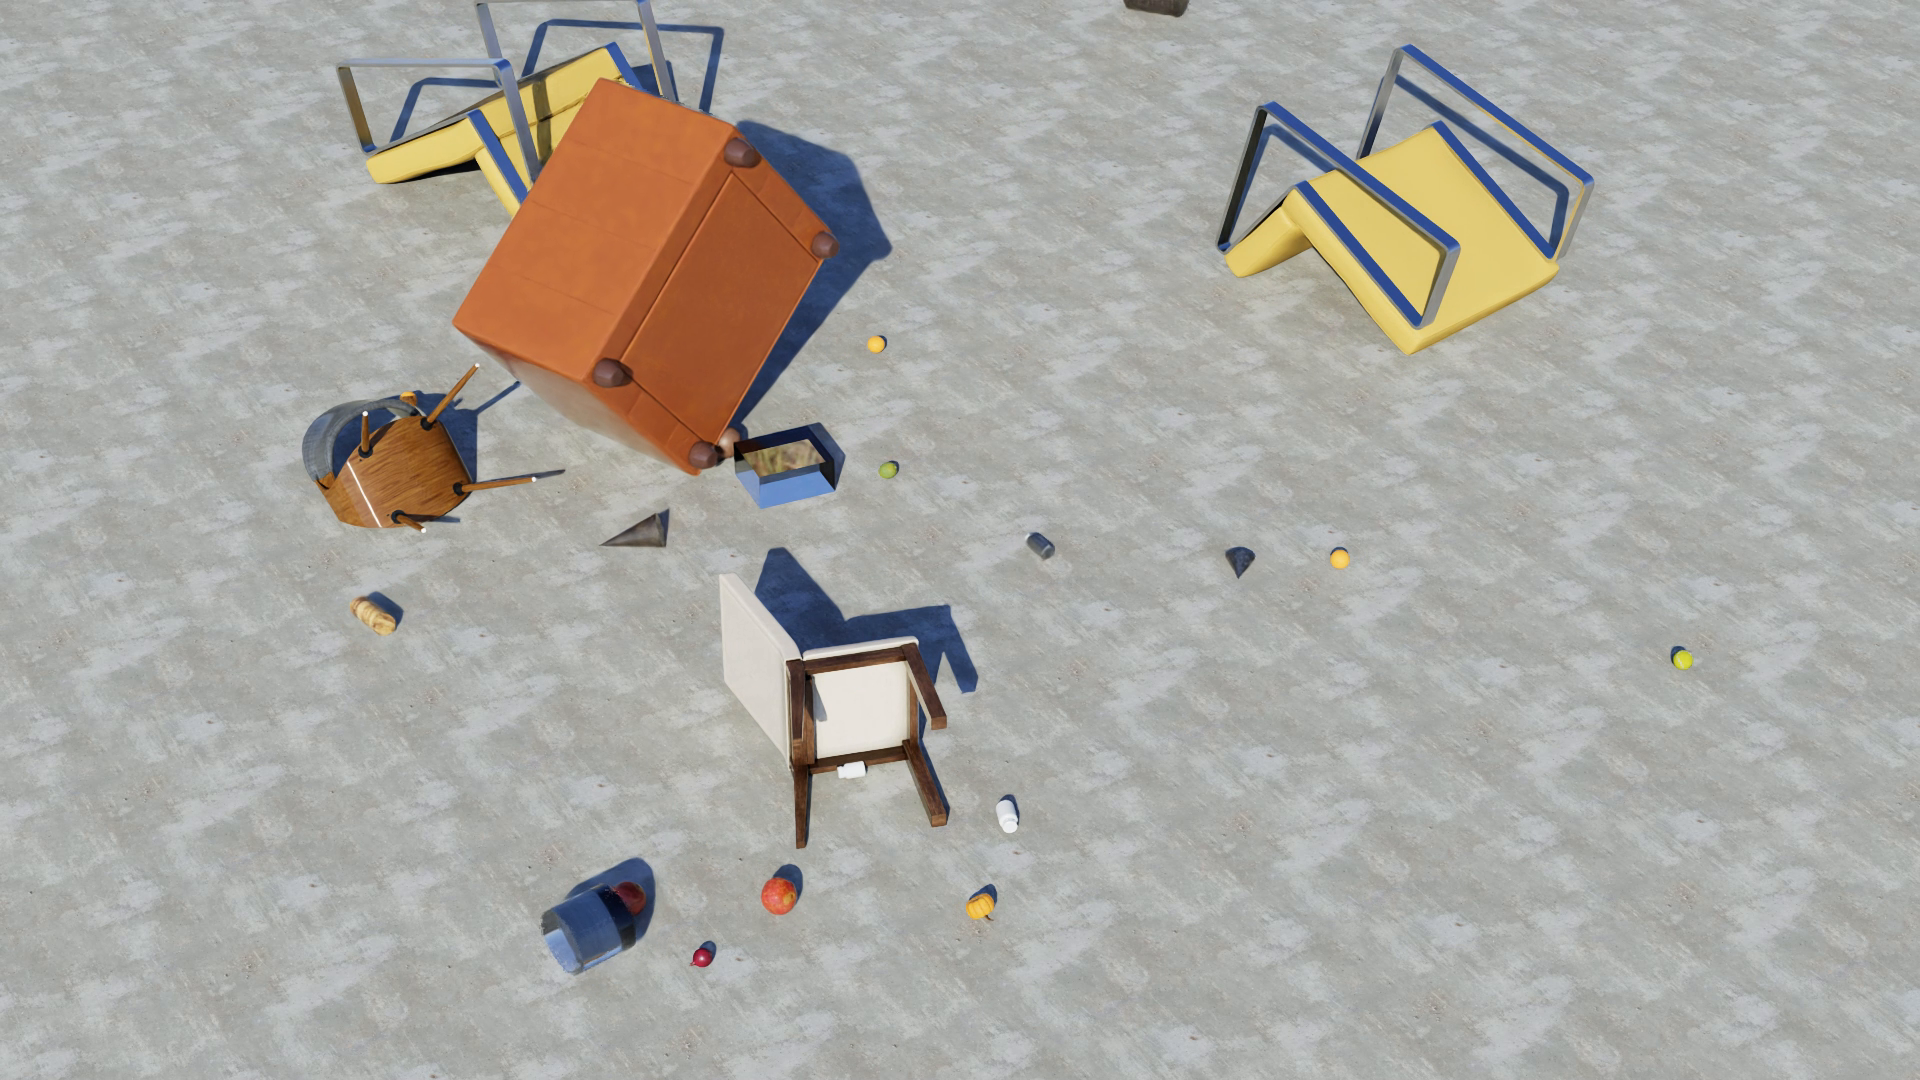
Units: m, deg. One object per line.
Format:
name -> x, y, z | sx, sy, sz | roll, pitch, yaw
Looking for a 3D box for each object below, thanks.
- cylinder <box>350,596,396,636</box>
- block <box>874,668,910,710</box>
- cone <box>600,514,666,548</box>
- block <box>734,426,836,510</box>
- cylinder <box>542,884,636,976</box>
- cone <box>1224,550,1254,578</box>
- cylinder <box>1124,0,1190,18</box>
cylinder -> -2.093, 0.271, 10.444 | 0.149, 0.108, 0.079 | 30, 82, 38
block -> -0.232, 0.515, 10.077 | 0.097, 0.095, 0.072 | -23, 40, -31
cone -> -1.230, -0.007, 10.901 | 0.242, 0.131, 0.112 | -14, -9, 5
block -> -0.674, -0.280, 11.239 | 0.306, 0.143, 0.276 | -14, 36, -20
cylinder -> -1.133, 1.188, 8.946 | 0.193, 0.214, 0.223 | -25, 47, -32
cone -> 1.023, 0.102, 10.751 | 0.110, 0.093, 0.092 | 10, 60, -8
cylinder -> 1.011, -2.821, 14.989 | 0.278, 0.256, 0.276 | 12, 6, 18
